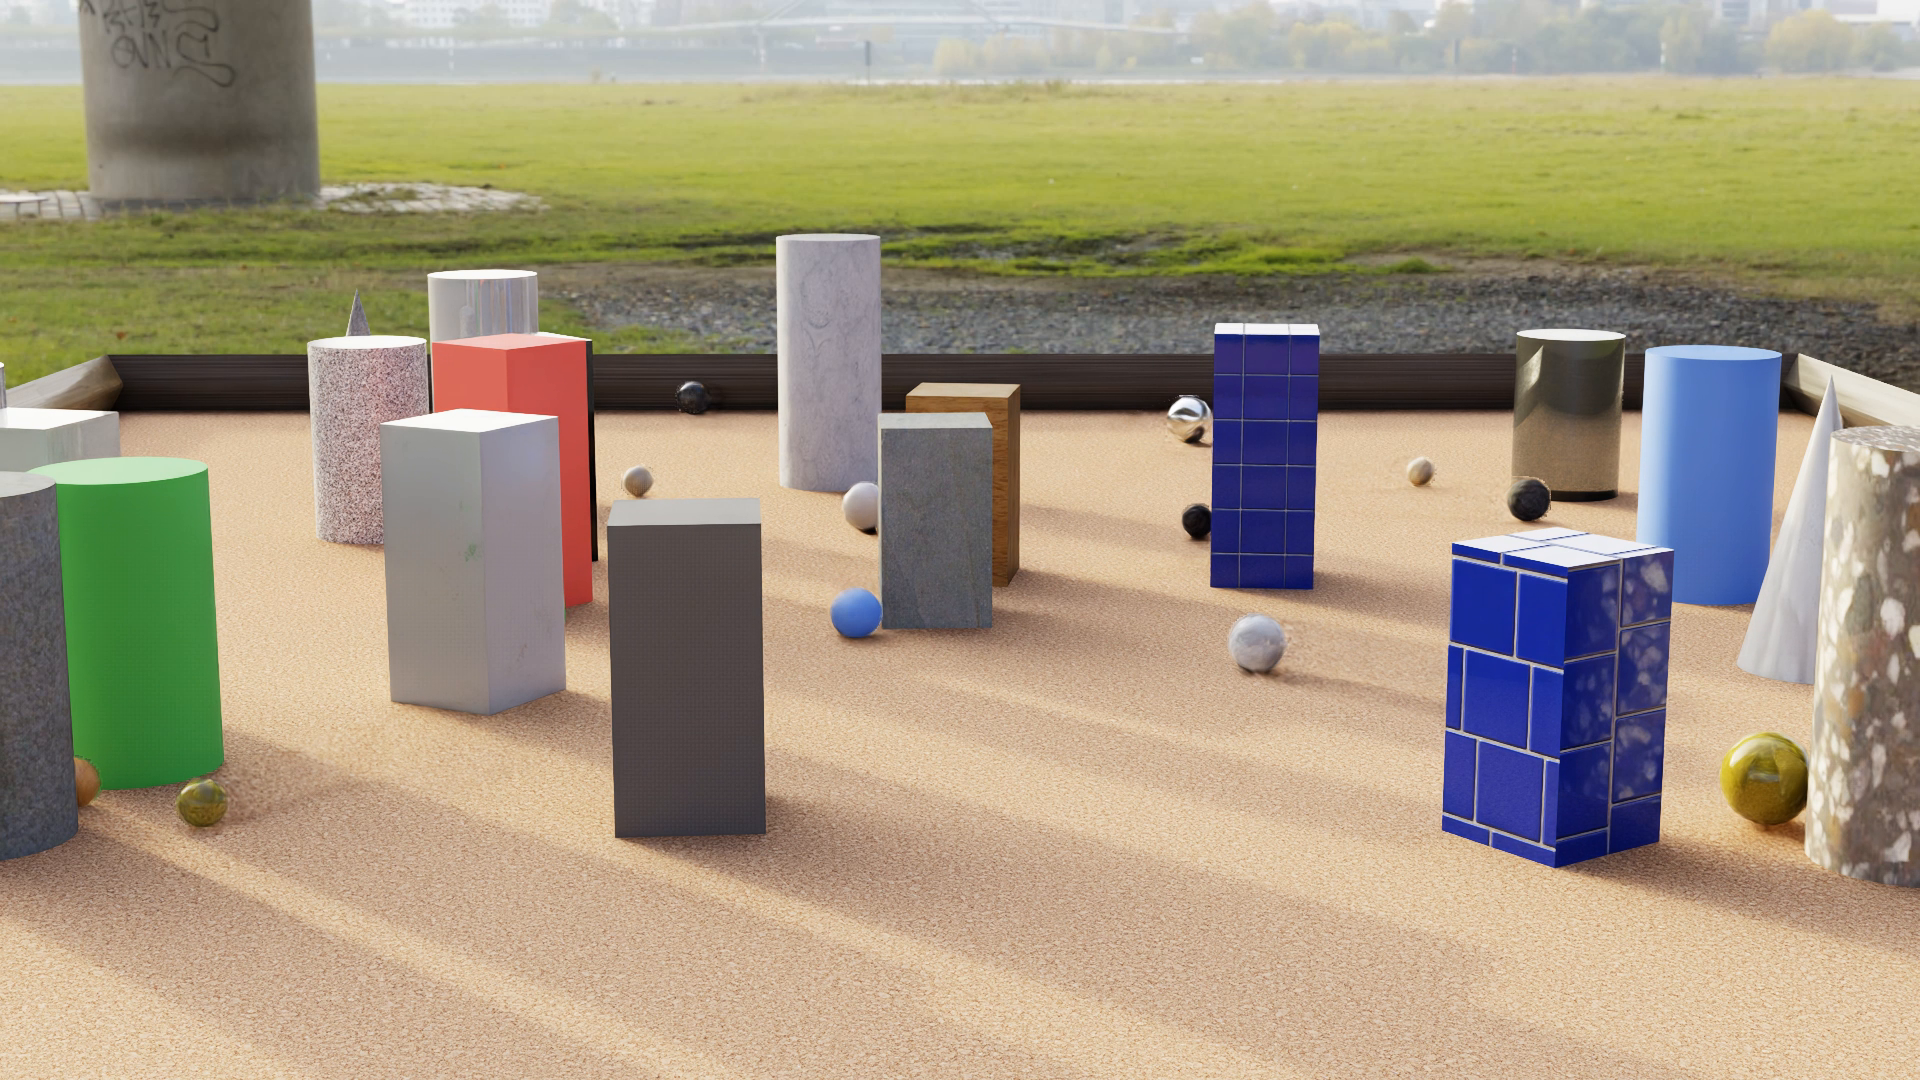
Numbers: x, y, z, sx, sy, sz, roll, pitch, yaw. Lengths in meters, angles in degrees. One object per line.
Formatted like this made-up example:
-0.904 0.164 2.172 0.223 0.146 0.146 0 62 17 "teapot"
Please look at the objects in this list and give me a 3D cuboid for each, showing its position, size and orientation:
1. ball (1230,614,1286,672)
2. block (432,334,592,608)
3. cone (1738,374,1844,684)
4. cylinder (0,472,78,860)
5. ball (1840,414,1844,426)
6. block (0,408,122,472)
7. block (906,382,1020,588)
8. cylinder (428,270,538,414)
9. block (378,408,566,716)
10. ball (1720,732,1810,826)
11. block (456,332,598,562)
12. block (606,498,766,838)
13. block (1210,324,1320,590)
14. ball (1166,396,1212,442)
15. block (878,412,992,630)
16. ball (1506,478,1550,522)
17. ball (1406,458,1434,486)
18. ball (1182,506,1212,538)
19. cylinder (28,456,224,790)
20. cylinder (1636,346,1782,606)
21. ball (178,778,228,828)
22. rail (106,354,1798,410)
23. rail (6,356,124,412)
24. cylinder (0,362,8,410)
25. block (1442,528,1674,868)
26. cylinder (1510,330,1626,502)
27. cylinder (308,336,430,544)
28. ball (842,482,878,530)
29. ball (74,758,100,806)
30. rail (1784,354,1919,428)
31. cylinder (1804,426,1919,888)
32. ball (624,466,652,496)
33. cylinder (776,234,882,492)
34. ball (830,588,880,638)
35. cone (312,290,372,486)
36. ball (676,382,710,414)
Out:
0.358 0.124 3.081 0.068 0.068 0.068 0 11 0 "ball"
-0.599 -0.089 3.438 0.142 0.356 0.142 8 13 37 "block"
1.032 -0.022 3.070 0.178 0.360 0.178 0 11 0 "cone"
-0.929 0.116 2.400 0.178 0.336 0.178 0 11 0 "cylinder"
1.710 -0.231 5.033 0.045 0.045 0.045 0 11 0 "ball"
-1.042 0.026 2.892 0.142 0.330 0.142 3 11 14 "block"
0.006 -0.080 3.632 0.142 0.266 0.142 2 11 8 "block"
-0.788 -0.255 4.267 0.178 0.374 0.178 0 11 0 "cylinder"
-0.557 0.022 2.942 0.142 0.321 0.142 6 12 28 "block"
0.776 0.229 2.466 0.089 0.089 0.089 0 11 0 "ball"
-0.631 -0.131 3.744 0.142 0.325 0.142 -8 13 -38 "block"
-0.262 0.120 2.475 0.142 0.300 0.142 -1 11 -5 "block"
0.427 -0.120 3.605 0.142 0.354 0.142 1 11 6 "block"
0.440 -0.231 4.914 0.088 0.088 0.088 0 11 0 "ball"
-0.034 -0.027 3.364 0.142 0.261 0.142 -1 11 -3 "block"
0.904 -0.064 4.081 0.068 0.068 0.068 0 11 0 "ball"
0.794 -0.117 4.422 0.048 0.048 0.048 0 11 0 "ball"
0.366 -0.029 3.945 0.050 0.050 0.050 0 11 0 "ball"
-0.860 0.082 2.646 0.178 0.312 0.178 0 11 0 "cylinder"
1.023 -0.092 3.516 0.178 0.332 0.178 0 11 0 "cylinder"
-0.726 0.252 2.460 0.047 0.047 0.047 0 11 0 "ball"
-0.011 -0.327 5.347 3.538 0.116 0.045 0 11 0 "rail"
-1.745 0.032 3.440 0.045 0.116 3.908 0 11 0 "rail"
-1.219 -0.022 3.052 0.178 0.367 0.178 0 11 0 "cylinder"
0.559 0.143 2.408 0.142 0.280 0.142 -7 13 -34 "block"
1.024 -0.212 4.325 0.178 0.269 0.178 0 11 0 "cylinder"
-0.907 -0.157 3.953 0.178 0.298 0.178 0 11 0 "cylinder"
-0.147 -0.052 4.002 0.074 0.074 0.074 0 11 0 "ball"
-0.871 0.239 2.525 0.048 0.048 0.048 0 11 0 "ball"
1.745 0.028 3.460 0.045 0.116 3.908 0 11 0 "rail"
0.872 0.102 2.330 0.178 0.390 0.178 0 11 0 "cylinder"
-0.542 -0.100 4.322 0.050 0.050 0.050 0 11 0 "ball"
-0.224 -0.308 4.414 0.178 0.425 0.178 0 11 0 "cylinder"
-0.133 0.092 3.262 0.064 0.064 0.064 0 11 0 "ball"
-1.034 -0.266 4.429 0.178 0.337 0.178 0 11 0 "cone"
-0.550 -0.293 5.299 0.069 0.069 0.069 0 11 0 "ball"
